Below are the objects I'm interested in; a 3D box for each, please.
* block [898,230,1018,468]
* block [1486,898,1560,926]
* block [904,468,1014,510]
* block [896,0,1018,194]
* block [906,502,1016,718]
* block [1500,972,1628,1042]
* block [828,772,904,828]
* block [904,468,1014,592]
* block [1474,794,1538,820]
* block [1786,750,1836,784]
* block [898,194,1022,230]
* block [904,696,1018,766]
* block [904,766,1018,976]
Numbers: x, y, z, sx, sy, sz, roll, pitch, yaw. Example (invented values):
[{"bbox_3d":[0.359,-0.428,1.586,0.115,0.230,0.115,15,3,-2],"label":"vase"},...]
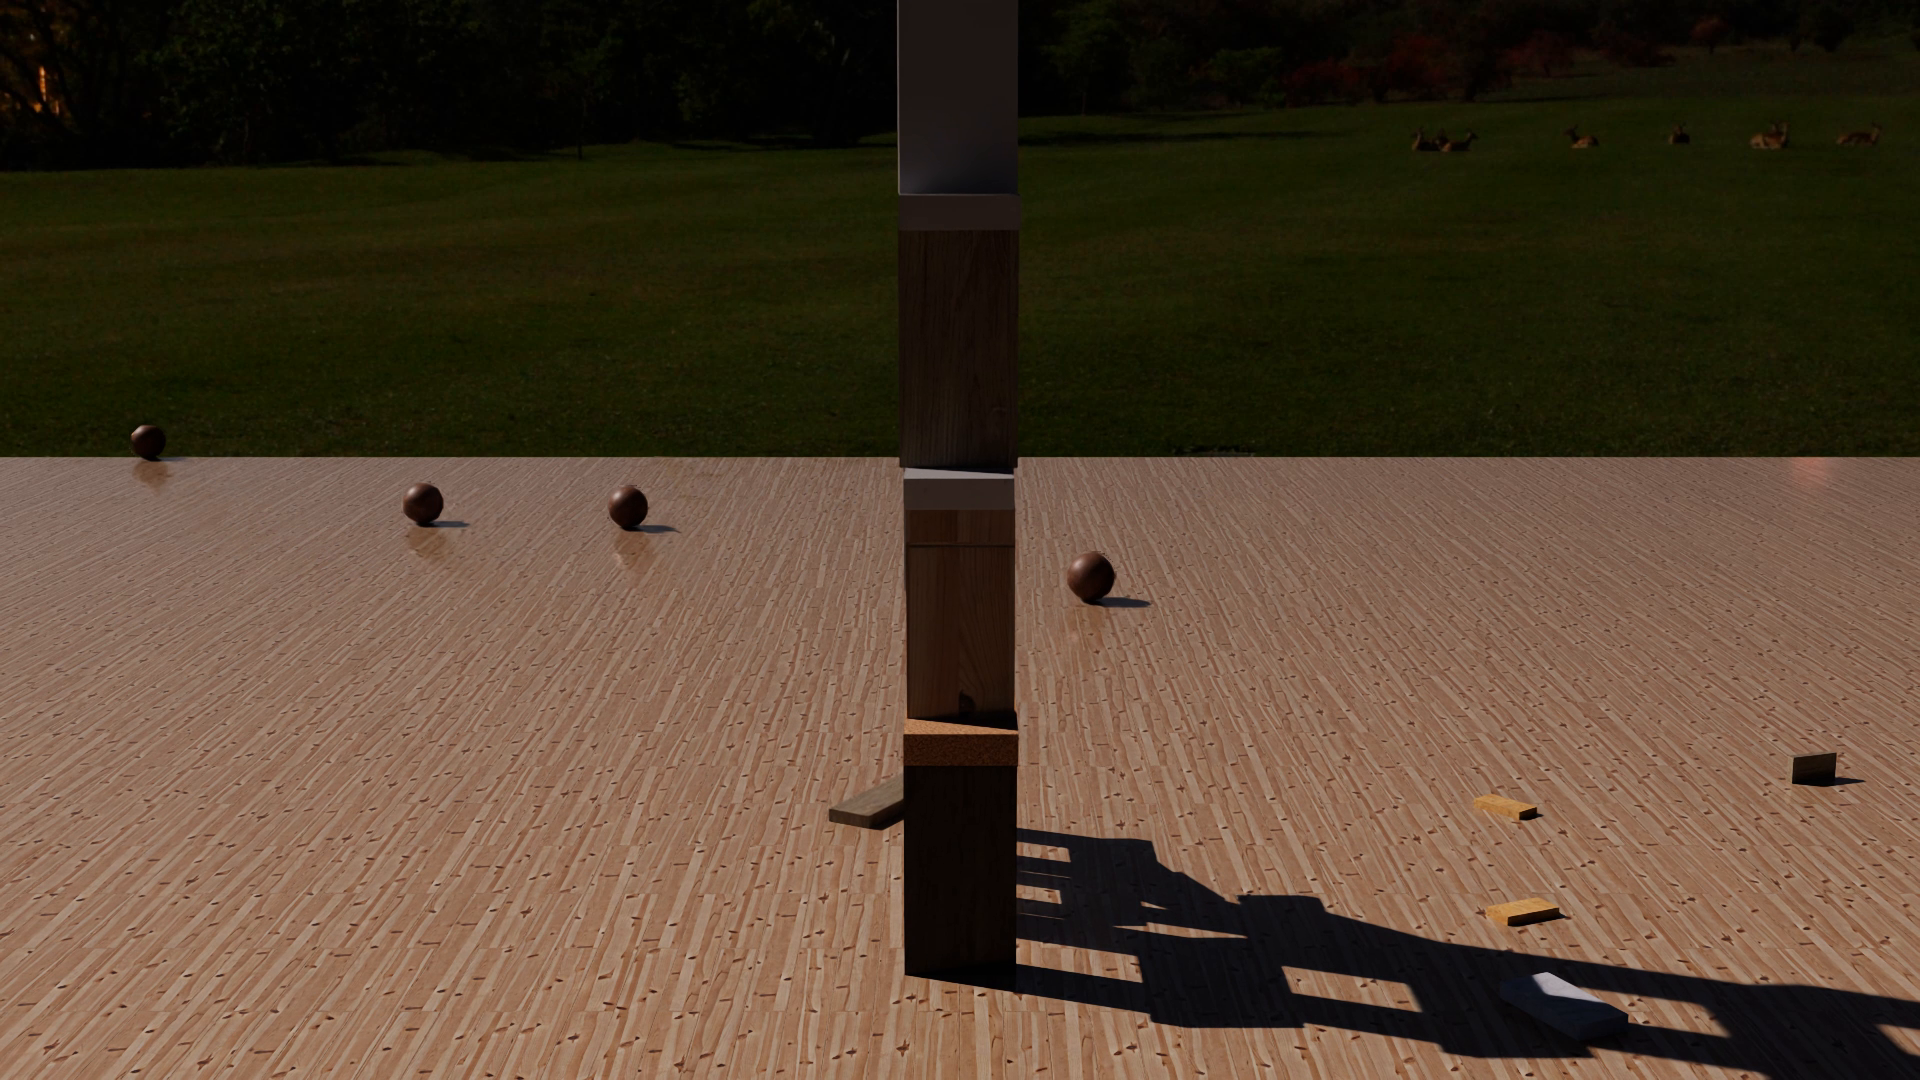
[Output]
[{"bbox_3d":[-0.002,-0.288,3.298,0.178,0.356,0.050,0,11,1],"label":"block"},{"bbox_3d":[0.912,0.602,3.564,0.105,0.015,0.053,-5,12,-25],"label":"block"},{"bbox_3d":[-0.001,-0.096,3.365,0.162,0.046,0.323,0,11,0],"label":"block"},{"bbox_3d":[-0.004,-0.692,3.259,0.175,0.351,0.050,-1,10,-5],"label":"block"},{"bbox_3d":[0.001,0.105,3.291,0.162,0.323,0.046,0,11,0],"label":"block"},{"bbox_3d":[0.868,0.671,3.167,0.087,0.025,0.175,-5,12,-24],"label":"block"},{"bbox_3d":[-0.136,0.489,4.145,0.087,0.025,0.272,6,12,29],"label":"block"},{"bbox_3d":[-0.002,-0.213,3.551,0.178,0.595,0.050,0,11,2],"label":"block"},{"bbox_3d":[1.020,0.499,4.117,0.053,0.015,0.105,-8,13,-38],"label":"block"},{"bbox_3d":[1.668,0.445,4.307,0.105,0.053,0.015,-4,11,-20],"label":"block"},{"bbox_3d":[-0.004,-0.508,3.373,0.178,0.050,0.355,0,11,-1],"label":"block"},{"bbox_3d":[0.002,0.276,3.383,0.168,0.048,0.337,0,11,0],"label":"block"},{"bbox_3d":[0.000,0.486,3.307,0.168,0.337,0.048,0,11,0],"label":"block"}]
